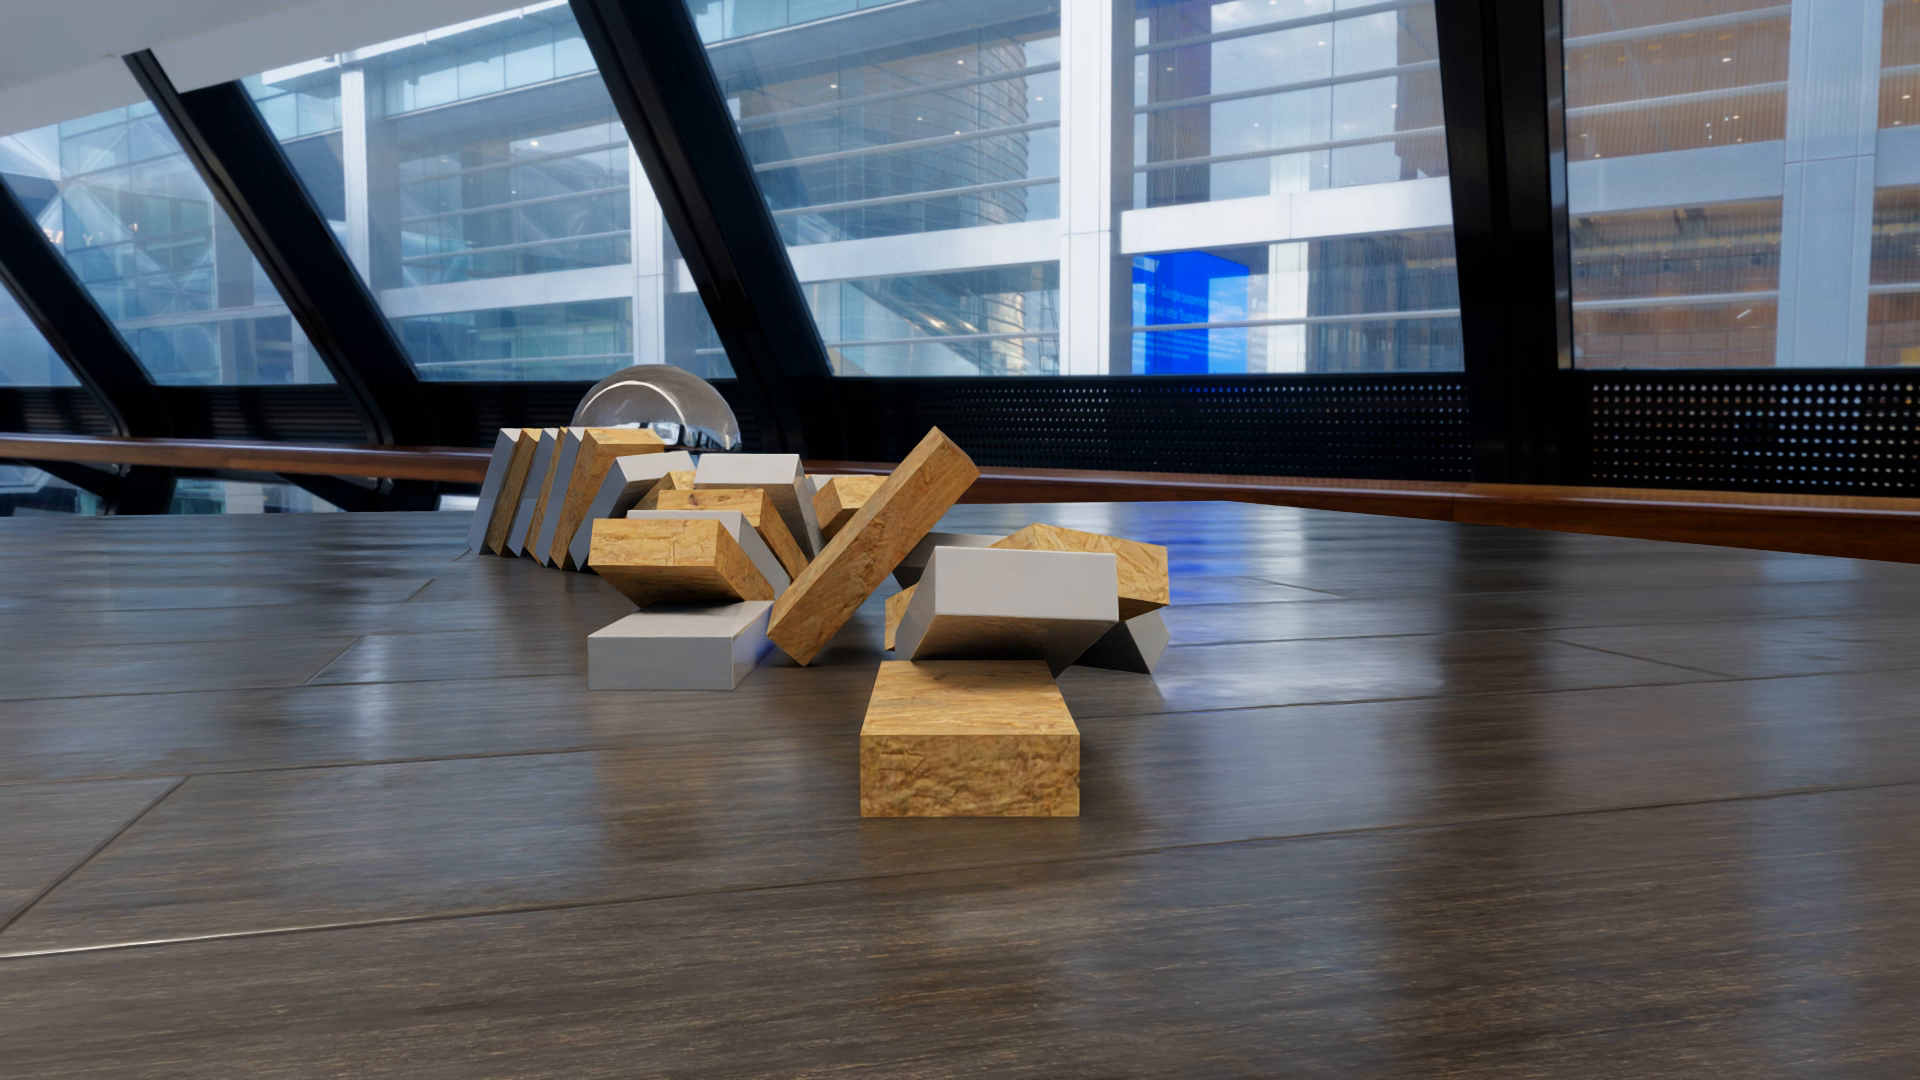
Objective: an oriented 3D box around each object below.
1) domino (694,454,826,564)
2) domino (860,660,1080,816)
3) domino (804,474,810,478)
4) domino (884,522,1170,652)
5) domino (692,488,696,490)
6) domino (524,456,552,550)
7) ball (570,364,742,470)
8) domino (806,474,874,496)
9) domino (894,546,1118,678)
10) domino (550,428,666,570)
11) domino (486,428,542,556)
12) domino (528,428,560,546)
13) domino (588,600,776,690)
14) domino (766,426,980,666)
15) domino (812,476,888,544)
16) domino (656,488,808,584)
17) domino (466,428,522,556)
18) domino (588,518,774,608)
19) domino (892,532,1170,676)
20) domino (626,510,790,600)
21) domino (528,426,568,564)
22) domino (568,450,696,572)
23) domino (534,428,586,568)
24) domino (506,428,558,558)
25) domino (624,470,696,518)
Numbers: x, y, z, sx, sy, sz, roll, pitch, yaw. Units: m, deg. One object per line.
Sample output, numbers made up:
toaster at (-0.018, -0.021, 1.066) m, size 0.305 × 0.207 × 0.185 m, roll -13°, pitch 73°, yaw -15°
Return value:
domino at (-0.050, -0.003, 0.336) m, size 0.025 × 0.010 × 0.050 m, roll 1°, pitch -37°, yaw 7°
domino at (0.001, 0.025, 0.171) m, size 0.025 × 0.010 × 0.050 m, roll 0°, pitch 4°, yaw -1°
domino at (-0.065, -0.003, 0.388) m, size 0.050 × 0.009 × 0.025 m, roll -35°, pitch -19°, yaw 36°
domino at (0.010, 0.010, 0.218) m, size 0.025 × 0.009 × 0.050 m, roll 10°, pitch -20°, yaw -28°
domino at (-0.079, -0.005, 0.399) m, size 0.050 × 0.010 × 0.025 m, roll -37°, pitch -20°, yaw 36°
domino at (-0.142, -0.017, 0.476) m, size 0.010 × 0.050 × 0.025 m, roll 38°, pitch 25°, yaw 30°
ball at (-0.143, -0.043, 0.603) m, size 0.080 × 0.080 × 0.080 m, roll 0°, pitch 4°, yaw 0°
domino at (-0.048, -0.003, 0.378) m, size 0.050 × 0.010 × 0.025 m, roll -35°, pitch -20°, yaw 36°
domino at (0.005, 0.013, 0.196) m, size 0.025 × 0.009 × 0.050 m, roll 3°, pitch -18°, yaw -9°
domino at (-0.119, -0.014, 0.434) m, size 0.025 × 0.050 × 0.010 m, roll -4°, pitch 38°, yaw -45°
domino at (-0.160, -0.018, 0.489) m, size 0.009 × 0.050 × 0.025 m, roll 37°, pitch 24°, yaw 29°
domino at (-0.137, -0.016, 0.464) m, size 0.025 × 0.050 × 0.009 m, roll -4°, pitch 35°, yaw -46°
domino at (-0.052, 0.019, 0.246) m, size 0.025 × 0.010 × 0.050 m, roll 0°, pitch 4°, yaw 0°
domino at (-0.017, 0.000, 0.254) m, size 0.009 × 0.050 × 0.025 m, roll 42°, pitch 5°, yaw -11°
domino at (-0.036, -0.001, 0.361) m, size 0.025 × 0.009 × 0.050 m, roll -3°, pitch -25°, yaw -39°
domino at (-0.055, 0.003, 0.319) m, size 0.025 × 0.010 × 0.050 m, roll 0°, pitch -24°, yaw 8°
domino at (-0.170, -0.019, 0.494) m, size 0.010 × 0.050 × 0.025 m, roll 37°, pitch 24°, yaw 29°
domino at (-0.058, 0.008, 0.273) m, size 0.025 × 0.009 × 0.050 m, roll 0°, pitch -18°, yaw 5°
domino at (0.013, 0.012, 0.247) m, size 0.050 × 0.025 × 0.009 m, roll 3°, pitch 47°, yaw 38°
domino at (-0.057, 0.006, 0.298) m, size 0.025 × 0.009 × 0.050 m, roll 0°, pitch -19°, yaw 5°
domino at (-0.133, -0.015, 0.452) m, size 0.025 × 0.050 × 0.009 m, roll -4°, pitch 36°, yaw -45°
domino at (-0.107, -0.009, 0.420) m, size 0.025 × 0.010 × 0.050 m, roll -10°, pitch -28°, yaw -42°
domino at (-0.127, -0.015, 0.442) m, size 0.025 × 0.050 × 0.010 m, roll -4°, pitch 36°, yaw -45°
domino at (-0.151, -0.018, 0.483) m, size 0.009 × 0.050 × 0.025 m, roll 37°, pitch 24°, yaw 29°
domino at (-0.094, -0.005, 0.411) m, size 0.025 × 0.009 × 0.050 m, roll -5°, pitch -25°, yaw -48°
